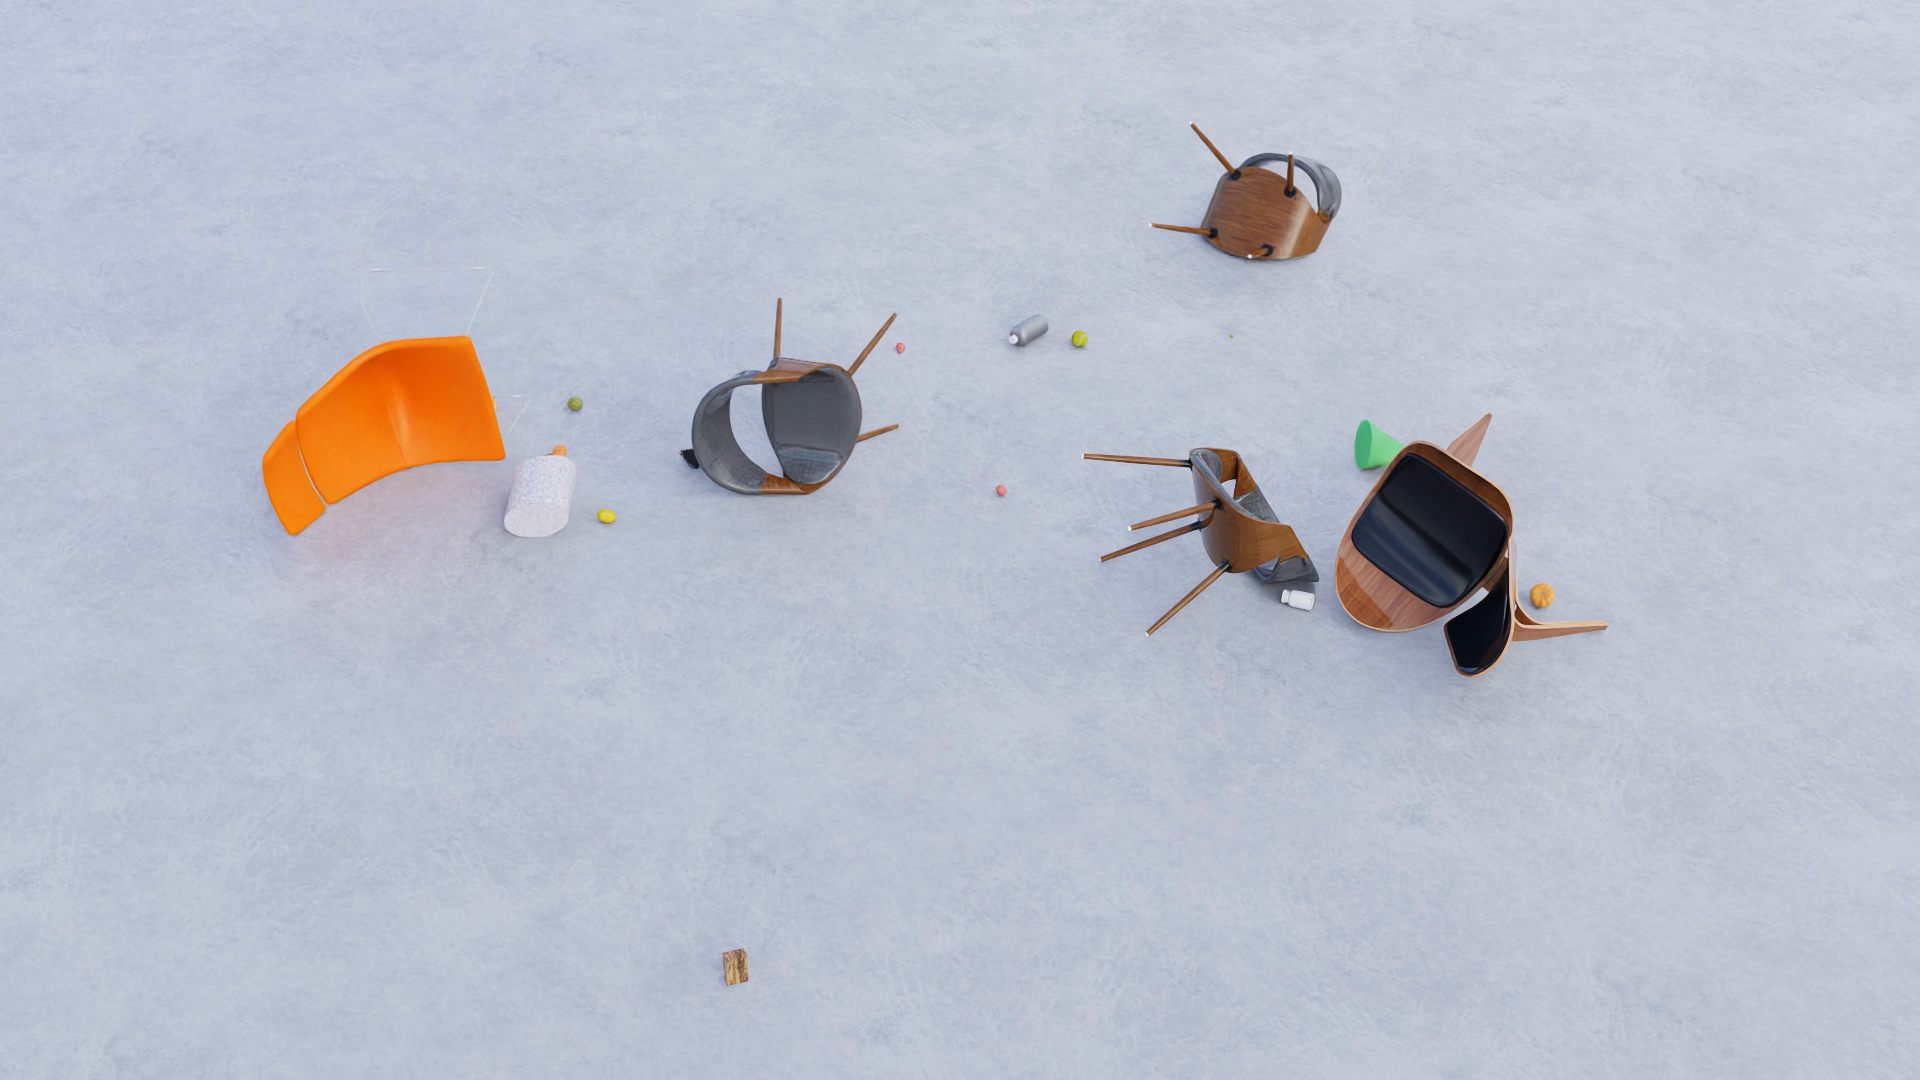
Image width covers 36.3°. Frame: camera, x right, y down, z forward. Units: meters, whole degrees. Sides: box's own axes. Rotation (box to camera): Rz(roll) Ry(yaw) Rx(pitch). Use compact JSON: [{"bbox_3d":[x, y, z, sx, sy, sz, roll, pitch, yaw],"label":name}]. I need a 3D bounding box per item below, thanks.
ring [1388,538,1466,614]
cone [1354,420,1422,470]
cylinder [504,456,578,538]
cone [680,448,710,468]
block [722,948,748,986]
[{"bbox_3d":[1.699,0.129,10.652,0.184,0.108,0.483,21,39,30],"label":"ring"},{"bbox_3d":[1.685,-0.340,11.390,0.256,0.159,0.251,14,36,-10],"label":"cone"},{"bbox_3d":[-1.578,-0.166,11.053,0.246,0.154,0.331,-10,33,6],"label":"cylinder"},{"bbox_3d":[-1.024,-0.305,11.370,0.119,0.107,0.067,-3,72,1],"label":"cone"},{"bbox_3d":[-0.681,1.294,8.887,0.066,0.102,0.038,-11,35,-17],"label":"block"}]
